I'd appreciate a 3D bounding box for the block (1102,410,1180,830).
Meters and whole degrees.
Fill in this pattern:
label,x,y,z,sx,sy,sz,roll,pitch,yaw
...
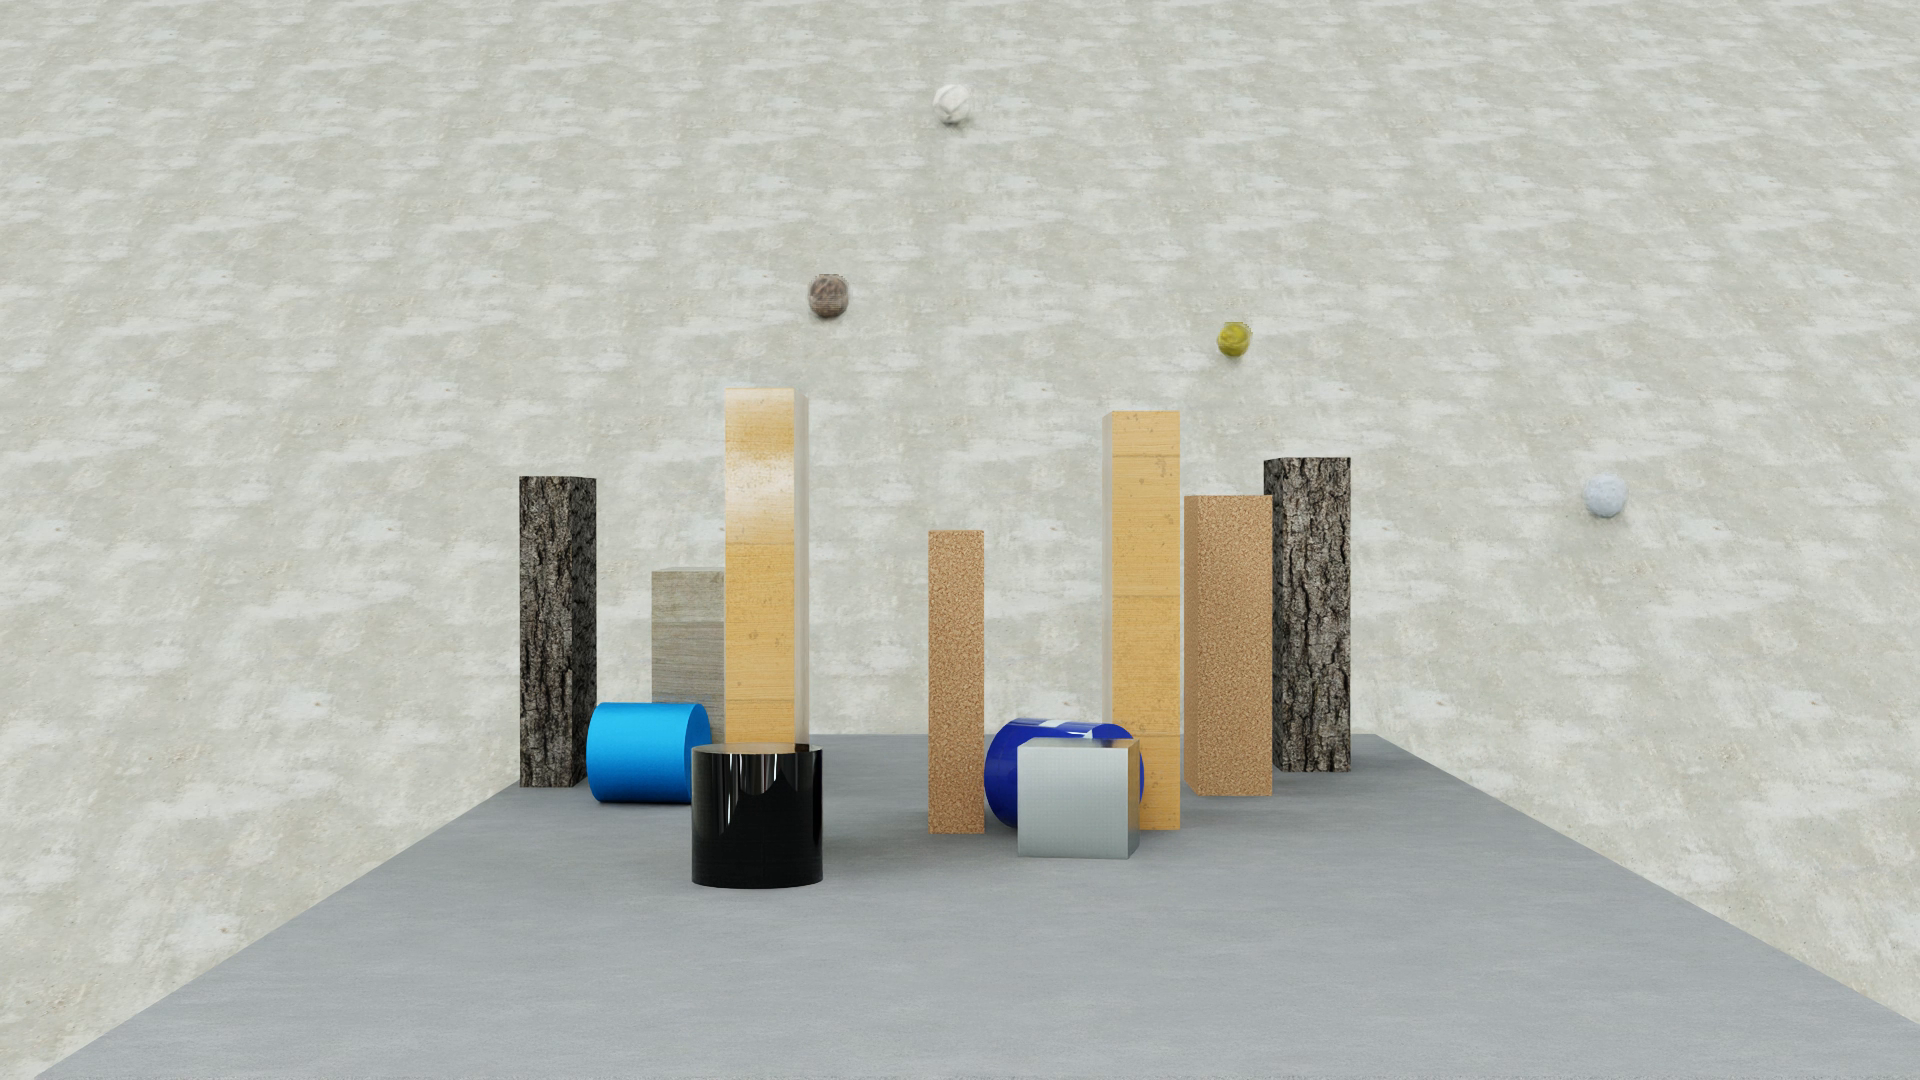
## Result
label,x,y,z,sx,sy,sz,roll,pitch,yaw
block,0.333,0.142,4.787,0.121,0.749,0.336,0,1,0

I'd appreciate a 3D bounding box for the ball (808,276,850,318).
label,x,y,z,sx,sy,sz,roll,pitch,yaw
ball,-0.467,-0.864,9.184,0.152,0.152,0.152,0,28,0

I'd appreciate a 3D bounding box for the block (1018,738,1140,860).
label,x,y,z,sx,sy,sz,roll,pitch,yaw
block,0.201,0.431,4.331,0.182,0.182,0.182,0,1,10

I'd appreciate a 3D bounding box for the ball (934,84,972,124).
label,x,y,z,sx,sy,sz,roll,pitch,yaw
ball,-0.030,-1.864,11.039,0.167,0.167,0.167,0,28,0

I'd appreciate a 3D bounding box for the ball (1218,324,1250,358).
label,x,y,z,sx,sy,sz,roll,pitch,yaw
ball,0.942,-0.686,8.888,0.115,0.115,0.115,0,28,0

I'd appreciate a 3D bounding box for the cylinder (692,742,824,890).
label,x,y,z,sx,sy,sz,roll,pitch,yaw
cylinder,-0.314,0.424,4.001,0.204,0.204,0.204,0,1,0

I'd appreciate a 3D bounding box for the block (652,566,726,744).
label,x,y,z,sx,sy,sz,roll,pitch,yaw
block,-0.544,0.285,5.366,0.145,0.451,0.406,0,1,0

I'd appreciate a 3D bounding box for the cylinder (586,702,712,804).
label,x,y,z,sx,sy,sz,roll,pitch,yaw
cylinder,-0.608,0.417,5.064,0.195,0.195,0.195,0,28,10

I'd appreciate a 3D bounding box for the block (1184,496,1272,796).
label,x,y,z,sx,sy,sz,roll,pitch,yaw
block,0.551,0.209,5.333,0.149,0.602,0.319,0,1,0

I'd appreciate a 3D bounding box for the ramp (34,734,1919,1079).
label,x,y,z,sx,sy,sz,roll,pitch,yaw
ramp,0.063,0.569,4.610,2.000,0.100,4.000,0,1,0

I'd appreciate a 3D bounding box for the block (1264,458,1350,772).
label,x,y,z,sx,sy,sz,roll,pitch,yaw
block,0.778,0.161,5.819,0.148,0.687,0.361,0,1,0

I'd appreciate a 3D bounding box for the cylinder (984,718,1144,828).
label,x,y,z,sx,sy,sz,roll,pitch,yaw
cylinder,0.184,0.419,4.568,0.201,0.201,0.201,1,21,45

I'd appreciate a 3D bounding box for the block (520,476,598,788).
label,x,y,z,sx,sy,sz,roll,pitch,yaw
block,-0.856,0.188,5.520,0.108,0.643,0.372,0,1,0

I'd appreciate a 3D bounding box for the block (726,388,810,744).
label,x,y,z,sx,sy,sz,roll,pitch,yaw
block,-0.318,0.139,4.306,0.109,0.766,0.412,0,1,0

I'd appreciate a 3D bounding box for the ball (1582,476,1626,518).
label,x,y,z,sx,sy,sz,roll,pitch,yaw
ball,1.955,-0.132,7.838,0.129,0.129,0.129,0,28,0

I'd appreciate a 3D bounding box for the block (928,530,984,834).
label,x,y,z,sx,sy,sz,roll,pitch,yaw
block,-0.007,0.250,4.757,0.099,0.535,0.379,0,1,0
